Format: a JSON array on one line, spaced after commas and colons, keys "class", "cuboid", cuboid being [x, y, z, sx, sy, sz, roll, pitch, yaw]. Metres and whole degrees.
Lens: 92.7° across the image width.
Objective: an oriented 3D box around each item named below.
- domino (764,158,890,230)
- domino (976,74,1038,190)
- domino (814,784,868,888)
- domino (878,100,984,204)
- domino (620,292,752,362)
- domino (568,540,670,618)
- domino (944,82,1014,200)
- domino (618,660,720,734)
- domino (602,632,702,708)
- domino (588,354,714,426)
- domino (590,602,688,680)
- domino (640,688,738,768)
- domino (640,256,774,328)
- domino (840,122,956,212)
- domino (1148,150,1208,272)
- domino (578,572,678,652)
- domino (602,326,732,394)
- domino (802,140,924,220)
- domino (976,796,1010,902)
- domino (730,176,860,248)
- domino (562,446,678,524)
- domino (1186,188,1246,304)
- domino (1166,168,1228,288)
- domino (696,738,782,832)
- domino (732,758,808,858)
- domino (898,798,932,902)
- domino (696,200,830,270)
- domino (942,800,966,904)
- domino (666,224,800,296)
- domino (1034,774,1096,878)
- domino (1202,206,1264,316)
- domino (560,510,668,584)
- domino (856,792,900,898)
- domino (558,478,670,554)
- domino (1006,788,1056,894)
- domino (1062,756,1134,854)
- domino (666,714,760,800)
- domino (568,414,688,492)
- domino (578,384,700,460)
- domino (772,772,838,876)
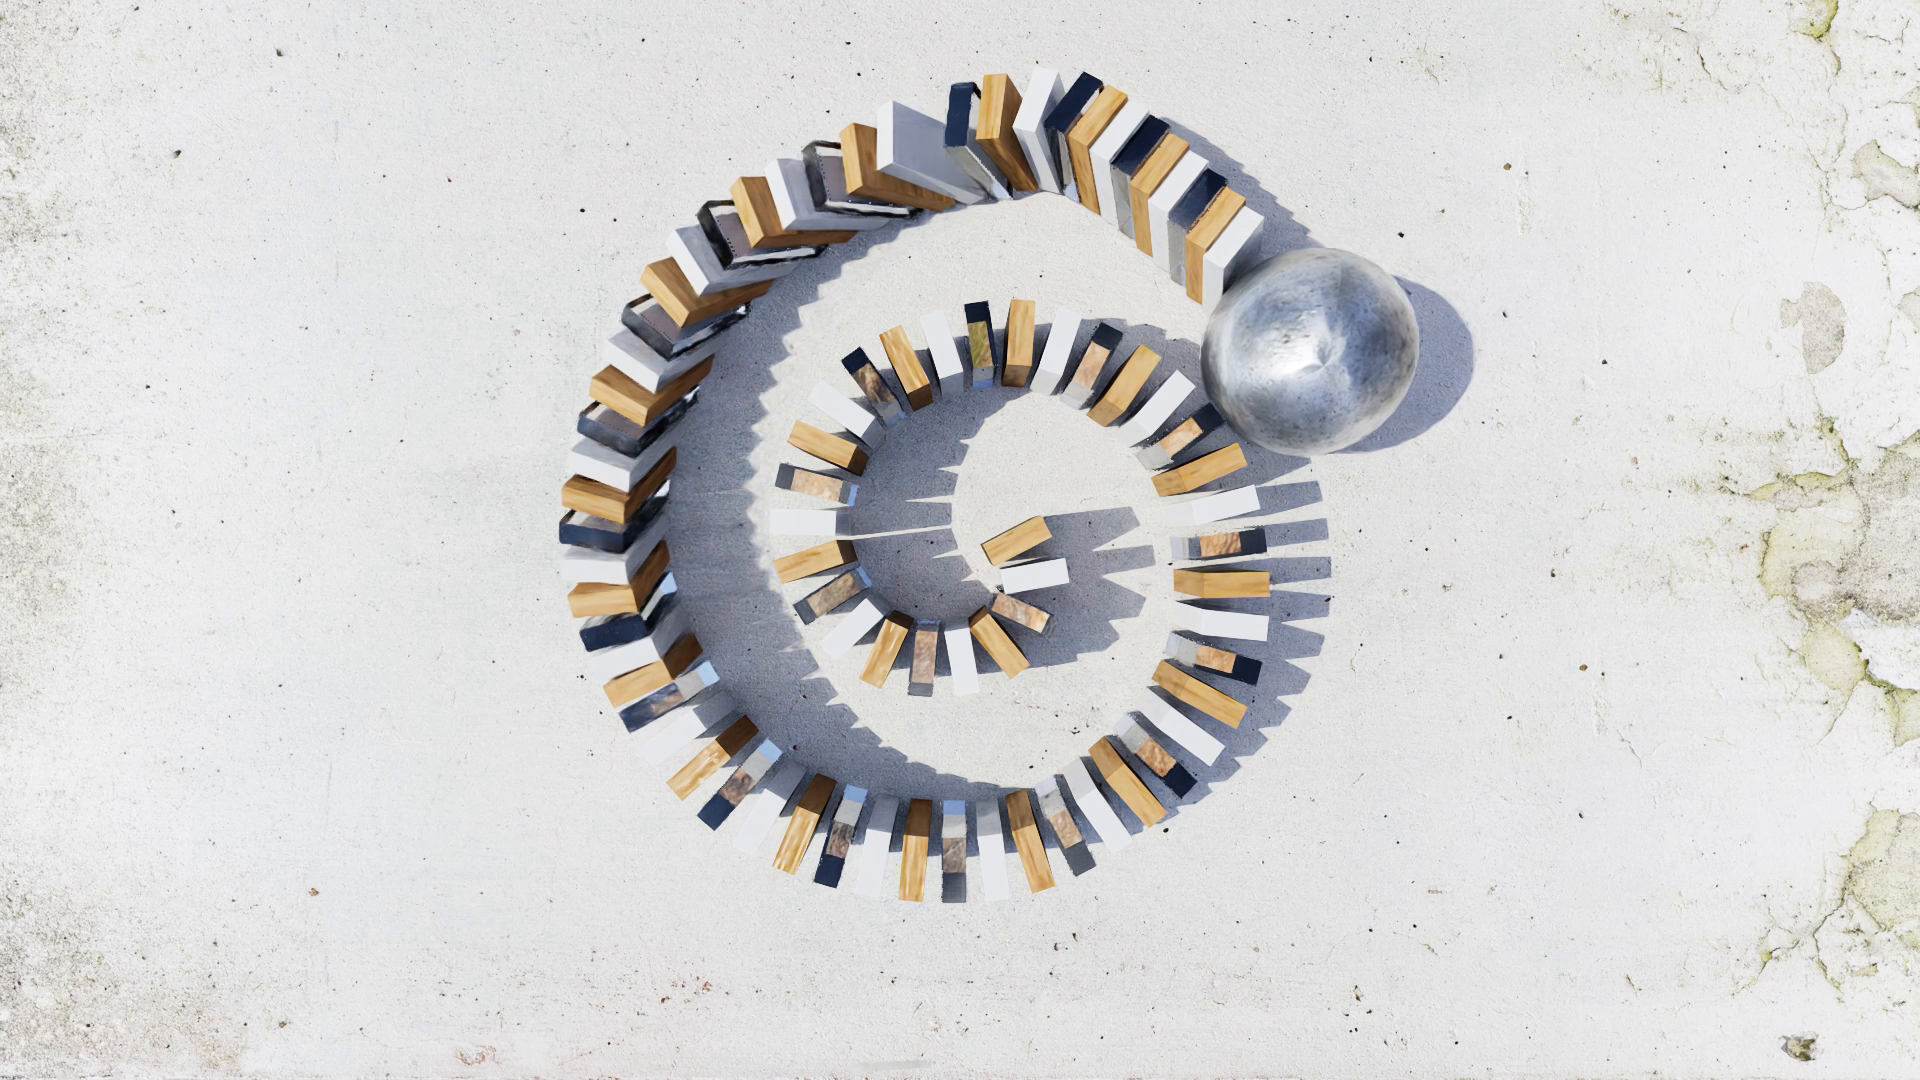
[{"class": "domino", "cuboid": [-0.054, -0.143, 0.380, 0.050, 0.009, 0.025, -18, 90, -43]}, {"class": "domino", "cuboid": [0.021, -0.165, 0.375, 0.009, 0.050, 0.025, 7, 90, 22]}, {"class": "domino", "cuboid": [-0.048, 0.120, 0.375, 0.009, 0.050, 0.025, 16, 90, 0]}, {"class": "domino", "cuboid": [-0.011, -0.159, 0.379, 0.050, 0.010, 0.025, 2, 86, -42]}, {"class": "domino", "cuboid": [-0.112, -0.095, 0.379, 0.025, 0.050, 0.010, 40, 134, 0]}, {"class": "domino", "cuboid": [-0.138, 0.015, 0.375, 0.025, 0.050, 0.010, -6, 112, 0]}, {"class": "domino", "cuboid": [0.010, -0.162, 0.375, 0.009, 0.050, 0.025, 6, 89, 24]}, {"class": "domino", "cuboid": [-0.118, 0.063, 0.375, 0.025, 0.050, 0.009, -29, 92, 0]}, {"class": "domino", "cuboid": [-0.124, 0.052, 0.375, 0.025, 0.050, 0.010, -24, 97, 0]}, {"class": "domino", "cuboid": [-0.126, -0.068, 0.378, 0.025, 0.050, 0.009, 29, 131, 0]}, {"class": "domino", "cuboid": [-0.130, 0.041, 0.375, 0.025, 0.050, 0.010, -20, 103, 0]}, {"class": "domino", "cuboid": [-0.110, 0.076, 0.375, 0.025, 0.050, 0.009, -36, 90, 0]}, {"class": "domino", "cuboid": [-0.104, -0.107, 0.379, 0.025, 0.050, 0.009, 49, 134, 0]}, {"class": "domino", "cuboid": [-0.025, -0.154, 0.380, 0.050, 0.009, 0.025, -8, 90, -43]}, {"class": "domino", "cuboid": [0.090, -0.133, 0.375, 0.010, 0.050, 0.025, 39, 90, 18]}, {"class": "domino", "cuboid": [-0.134, 0.028, 0.375, 0.025, 0.050, 0.009, -15, 108, 0]}, {"class": "domino", "cuboid": [-0.120, -0.082, 0.378, 0.025, 0.050, 0.010, 35, 132, 0]}, {"class": "domino", "cuboid": [-0.040, -0.149, 0.380, 0.050, 0.009, 0.025, -13, 90, -42]}, {"class": "domino", "cuboid": [0.013, 0.125, 0.375, 0.009, 0.050, 0.025, -7, 90, 0]}, {"class": "domino", "cuboid": [-0.068, -0.136, 0.379, 0.050, 0.010, 0.025, -22, 90, -44]}, {"class": "domino", "cuboid": [-0.139, -0.027, 0.376, 0.025, 0.050, 0.009, 16, 123, 0]}, {"class": "domino", "cuboid": [0.104, -0.119, 0.375, 0.009, 0.050, 0.025, 39, 90, 18]}, {"class": "domino", "cuboid": [0.097, -0.126, 0.375, 0.009, 0.050, 0.025, 39, 90, 18]}, {"class": "domino", "cuboid": [-0.089, 0.099, 0.375, 0.010, 0.050, 0.025, 41, 90, 0]}, {"class": "domino", "cuboid": [-0.077, 0.108, 0.375, 0.010, 0.050, 0.025, 31, 90, 0]}, {"class": "domino", "cuboid": [-0.018, 0.126, 0.375, 0.010, 0.050, 0.025, 5, 90, 0]}, {"class": "domino", "cuboid": [-0.081, -0.128, 0.379, 0.050, 0.010, 0.025, -27, 90, -44]}, {"class": "domino", "cuboid": [-0.002, 0.126, 0.375, 0.010, 0.050, 0.025, -1, 90, 0]}, {"class": "domino", "cuboid": [-0.093, -0.119, 0.379, 0.050, 0.010, 0.025, -33, 90, -45]}, {"class": "domino", "cuboid": [0.042, 0.116, 0.375, 0.010, 0.050, 0.025, -28, 90, 0]}, {"class": "domino", "cuboid": [0.111, -0.111, 0.375, 0.009, 0.050, 0.025, 39, 90, 18]}, {"class": "domino", "cuboid": [-0.140, 0.001, 0.375, 0.025, 0.050, 0.009, 3, 116, 0]}, {"class": "domino", "cuboid": [-0.033, 0.123, 0.375, 0.010, 0.050, 0.025, 10, 90, 0]}, {"class": "domino", "cuboid": [-0.140, -0.013, 0.376, 0.025, 0.050, 0.009, 11, 119, 0]}, {"class": "domino", "cuboid": [0.028, 0.122, 0.375, 0.009, 0.050, 0.025, -18, 90, 0]}, {"class": "domino", "cuboid": [0.055, 0.108, 0.375, 0.009, 0.050, 0.025, -35, 90, 0]}, {"class": "domino", "cuboid": [-0.100, 0.088, 0.375, 0.025, 0.050, 0.010, -42, 90, 0]}, {"class": "domino", "cuboid": [-0.136, -0.041, 0.377, 0.025, 0.050, 0.010, 20, 126, 0]}, {"class": "domino", "cuboid": [-0.131, -0.055, 0.378, 0.025, 0.050, 0.009, 25, 129, 0]}, {"class": "domino", "cuboid": [-0.063, 0.115, 0.375, 0.010, 0.050, 0.025, 22, 90, 0]}]
